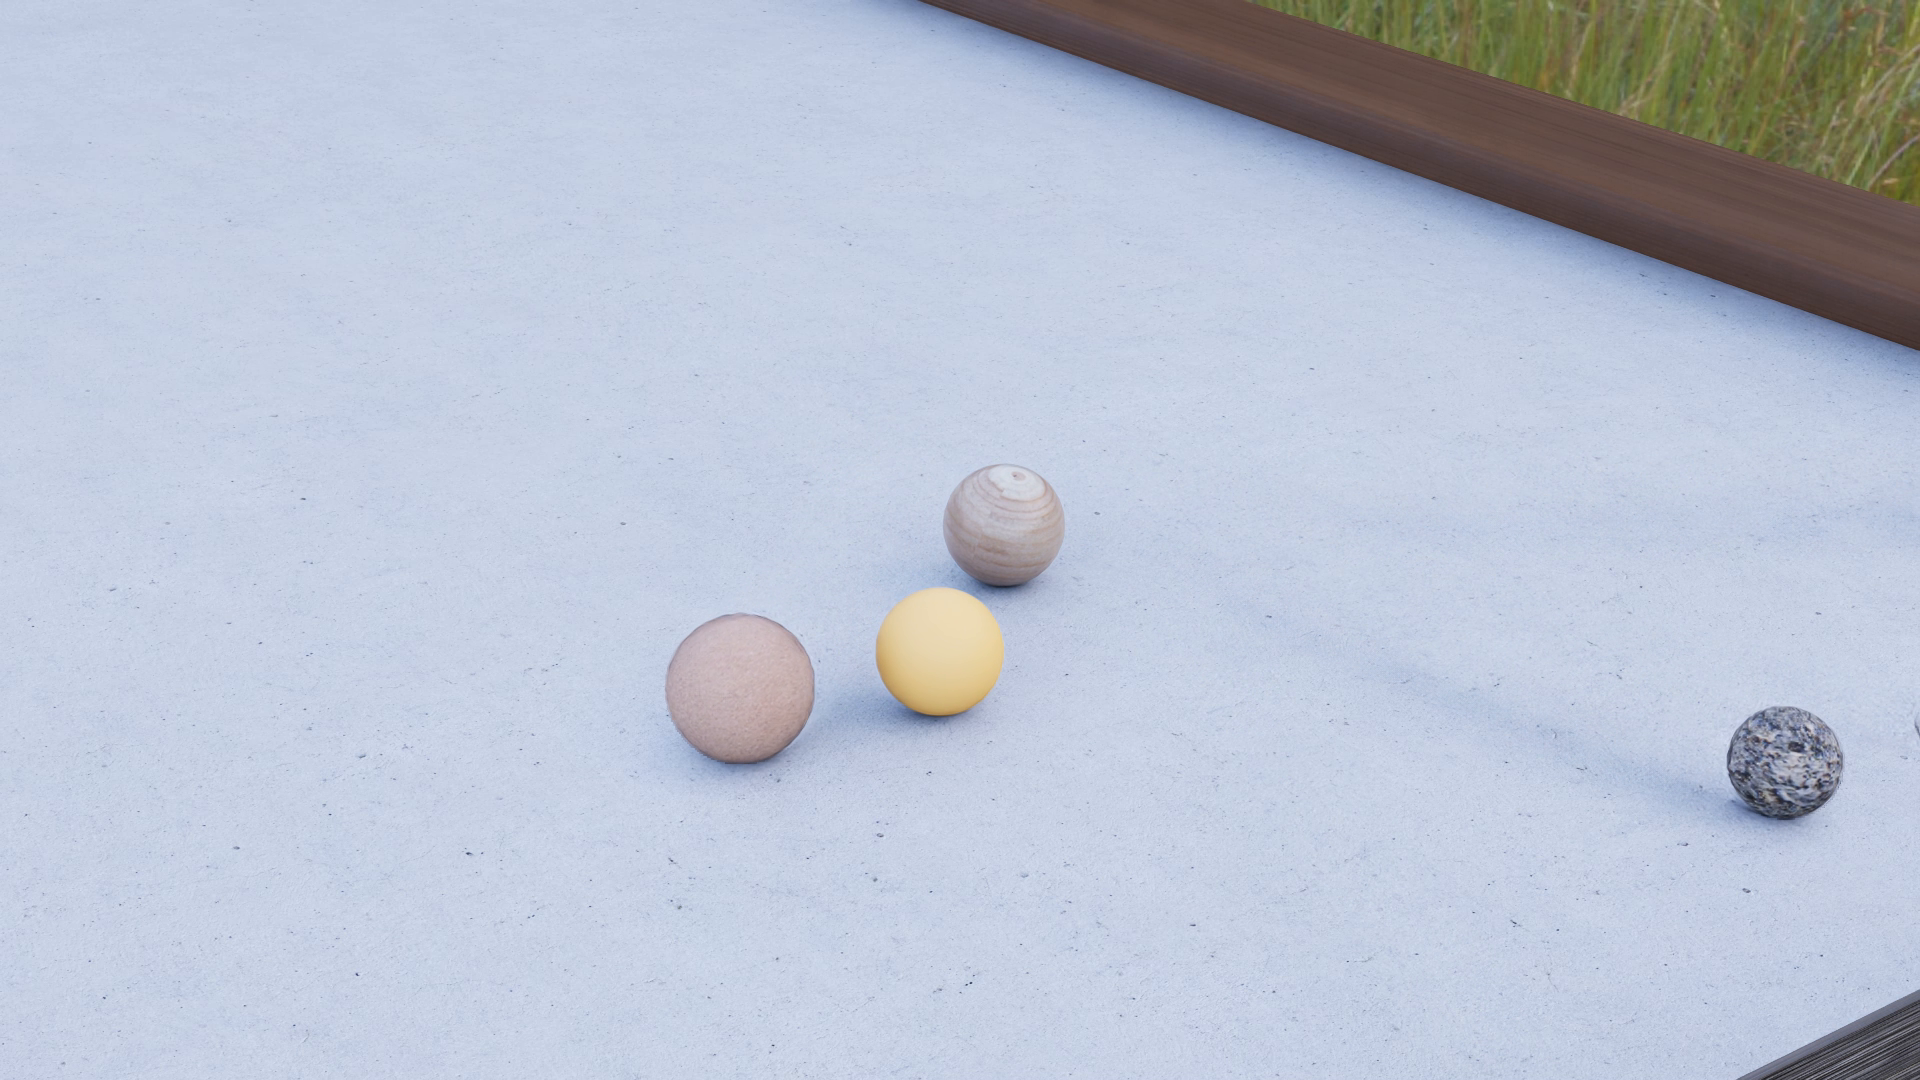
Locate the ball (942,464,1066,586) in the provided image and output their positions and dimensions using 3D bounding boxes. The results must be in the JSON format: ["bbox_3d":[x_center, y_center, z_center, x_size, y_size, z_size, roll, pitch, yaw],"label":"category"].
[{"bbox_3d":[0.033,-0.011,2.214,0.092,0.092,0.092,0,24,0],"label":"ball"}]

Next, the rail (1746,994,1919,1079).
[{"bbox_3d":[0.505,0.269,1.543,2.021,0.130,0.045,-16,29,-32],"label":"rail"}]

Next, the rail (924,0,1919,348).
[{"bbox_3d":[0.287,-0.559,3.384,0.045,0.130,3.594,-16,29,-32],"label":"rail"}]

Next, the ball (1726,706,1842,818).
[{"bbox_3d":[0.531,0.143,1.895,0.072,0.072,0.072,0,24,0],"label":"ball"}]

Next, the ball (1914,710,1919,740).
[{"bbox_3d":[0.663,0.124,1.973,0.042,0.042,0.042,0,24,0],"label":"ball"}]

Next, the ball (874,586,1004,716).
[{"bbox_3d":[-0.014,0.077,2.022,0.089,0.089,0.089,0,24,0],"label":"ball"}]

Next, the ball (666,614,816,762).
[{"bbox_3d":[-0.146,0.099,1.960,0.100,0.100,0.100,0,24,0],"label":"ball"}]
